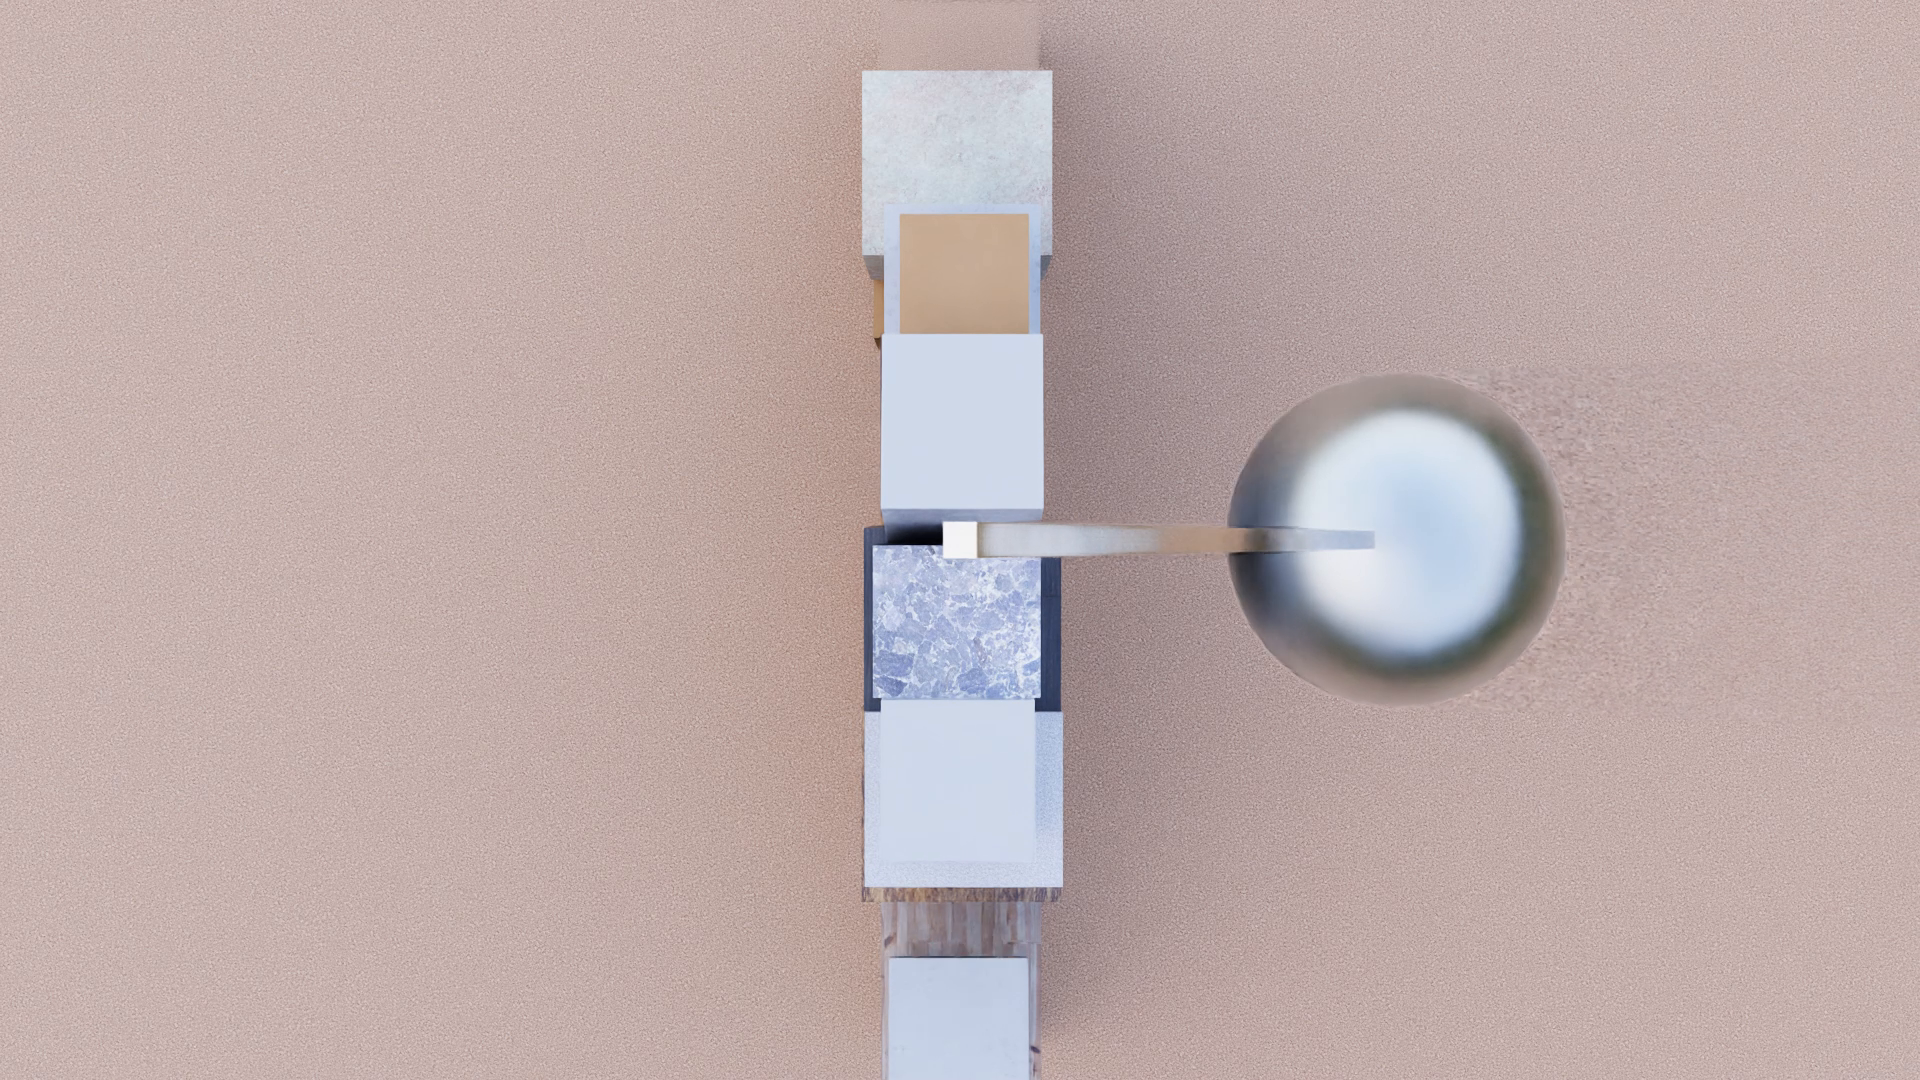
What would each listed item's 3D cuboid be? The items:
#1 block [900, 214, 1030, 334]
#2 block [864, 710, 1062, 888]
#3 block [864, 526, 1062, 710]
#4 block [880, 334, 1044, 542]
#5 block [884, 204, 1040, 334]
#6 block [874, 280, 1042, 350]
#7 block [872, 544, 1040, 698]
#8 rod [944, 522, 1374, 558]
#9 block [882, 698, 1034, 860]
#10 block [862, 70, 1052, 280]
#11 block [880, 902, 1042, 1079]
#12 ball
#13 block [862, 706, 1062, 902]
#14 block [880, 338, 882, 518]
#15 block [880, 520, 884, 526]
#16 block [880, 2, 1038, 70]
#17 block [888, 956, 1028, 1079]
[{"bbox_3d":[0.020,-1.165,10.123,0.576,0.658,0.592,0,91,0],"label":"block"},{"bbox_3d":[0.018,1.210,10.752,0.924,0.972,0.815,0,90,0],"label":"block"},{"bbox_3d":[0.012,0.365,10.804,0.929,0.922,0.860,0,91,0],"label":"block"},{"bbox_3d":[0.010,-0.442,9.956,0.700,0.876,0.774,0,80,0],"label":"block"},{"bbox_3d":[0.011,-1.166,10.798,0.741,0.692,0.872,0,91,0],"label":"block"},{"bbox_3d":[-0.014,-1.626,12.593,0.929,0.813,1.010,0,90,0],"label":"block"},{"bbox_3d":[-0.015,0.357,10.034,0.741,0.613,0.673,0,91,0],"label":"block"},{"bbox_3d":[0.899,0.000,7.314,0.080,5.200,0.080,0,90,20],"label":"rod"},{"bbox_3d":[-0.010,1.047,9.930,0.670,0.669,0.700,0,90,0],"label":"block"},{"bbox_3d":[-0.014,-1.910,11.662,0.962,1.050,0.934,0,90,0],"label":"block"},{"bbox_3d":[0.006,2.479,12.581,0.888,0.839,1.009,0,90,0],"label":"block"},{"bbox_3d":[2.074,0.000,10.505,1.600,1.600,1.600,0,90,0],"label":"ball"},{"bbox_3d":[0.008,1.438,12.463,1.084,1.074,1.053,0,90,0],"label":"block"},{"bbox_3d":[-0.012,-0.618,12.553,0.851,0.894,0.987,0,90,0],"label":"block"},{"bbox_3d":[-0.016,0.394,12.583,0.846,0.834,1.017,0,90,0],"label":"block"},{"bbox_3d":[-0.002,-2.562,12.608,0.877,0.784,0.842,0,90,0],"label":"block"},{"bbox_3d":[-0.008,2.642,11.736,0.723,0.716,0.819,0,80,0],"label":"block"}]
